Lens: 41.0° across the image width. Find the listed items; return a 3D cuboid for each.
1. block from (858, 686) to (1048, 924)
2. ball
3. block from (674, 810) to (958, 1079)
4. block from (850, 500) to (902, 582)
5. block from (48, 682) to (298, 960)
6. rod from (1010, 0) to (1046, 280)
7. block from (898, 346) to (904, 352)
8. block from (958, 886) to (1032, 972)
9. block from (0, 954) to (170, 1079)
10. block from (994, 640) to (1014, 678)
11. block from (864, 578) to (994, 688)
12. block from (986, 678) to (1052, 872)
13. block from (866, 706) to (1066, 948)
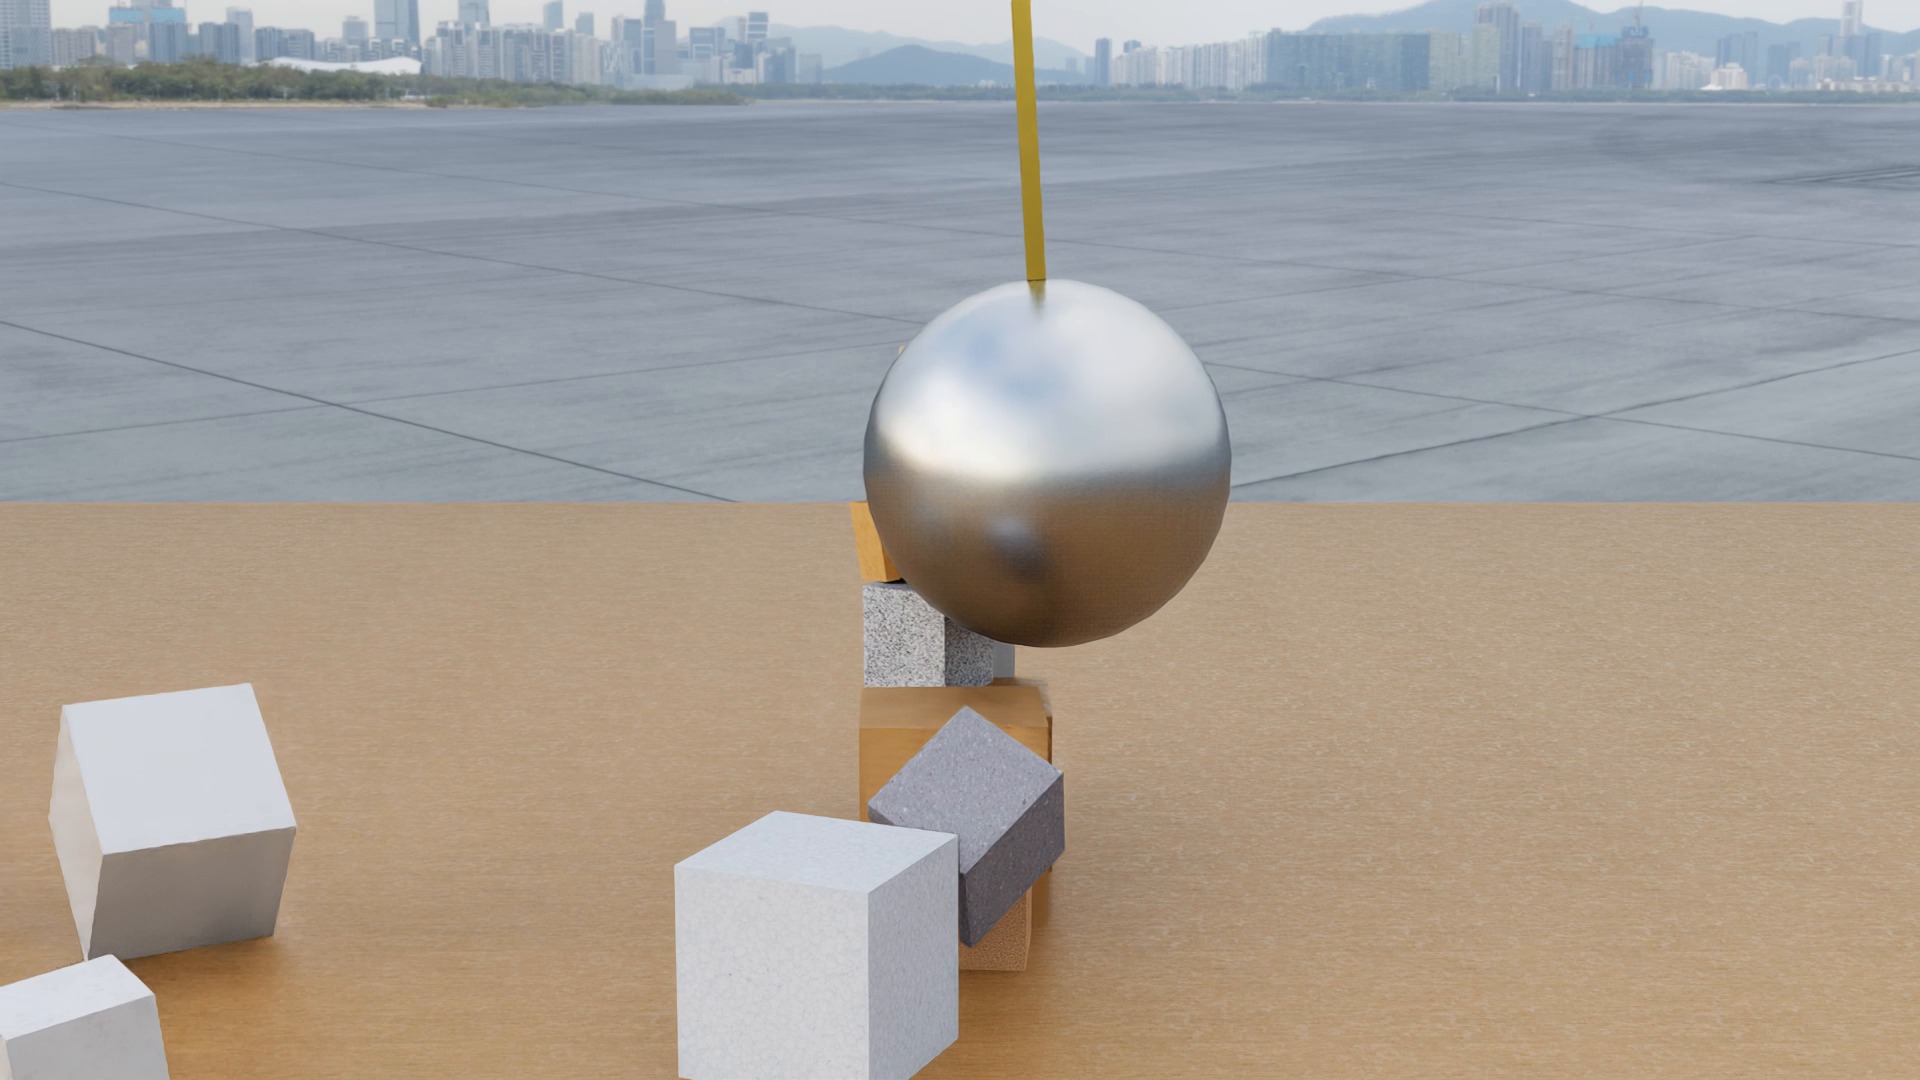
[{"bbox_3d":[-0.036,1.127,10.993,0.781,0.850,0.720,0,10,-2],"label":"block"},{"bbox_3d":[0.377,-0.332,11.120,1.600,1.600,1.600,0,10,0],"label":"ball"},{"bbox_3d":[-0.502,1.487,9.206,0.753,0.781,0.743,5,11,24],"label":"block"},{"bbox_3d":[-0.273,-0.022,11.845,0.333,0.364,0.296,-11,6,-24],"label":"block"},{"bbox_3d":[-3.198,1.143,10.380,0.746,0.733,0.751,-6,49,-30],"label":"block"},{"bbox_3d":[0.163,-3.670,10.513,0.080,5.200,0.080,-4,10,1],"label":"rod"},{"bbox_3d":[-0.052,-0.707,12.108,0.406,0.411,0.465,0,4,7],"label":"block"},{"bbox_3d":[0.017,1.421,10.394,0.527,0.485,0.510,1,10,4],"label":"block"},{"bbox_3d":[-2.961,1.735,8.557,0.485,0.469,0.456,-15,17,-33],"label":"block"},{"bbox_3d":[-0.008,0.476,12.466,0.544,0.530,0.586,0,4,2],"label":"block"},{"bbox_3d":[-0.143,0.435,11.799,0.418,0.500,0.482,5,12,27],"label":"block"},{"bbox_3d":[0.012,1.062,11.738,0.794,0.711,0.745,0,10,0],"label":"block"},{"bbox_3d":[0.032,1.100,9.841,0.484,0.563,0.568,33,61,25],"label":"block"}]
